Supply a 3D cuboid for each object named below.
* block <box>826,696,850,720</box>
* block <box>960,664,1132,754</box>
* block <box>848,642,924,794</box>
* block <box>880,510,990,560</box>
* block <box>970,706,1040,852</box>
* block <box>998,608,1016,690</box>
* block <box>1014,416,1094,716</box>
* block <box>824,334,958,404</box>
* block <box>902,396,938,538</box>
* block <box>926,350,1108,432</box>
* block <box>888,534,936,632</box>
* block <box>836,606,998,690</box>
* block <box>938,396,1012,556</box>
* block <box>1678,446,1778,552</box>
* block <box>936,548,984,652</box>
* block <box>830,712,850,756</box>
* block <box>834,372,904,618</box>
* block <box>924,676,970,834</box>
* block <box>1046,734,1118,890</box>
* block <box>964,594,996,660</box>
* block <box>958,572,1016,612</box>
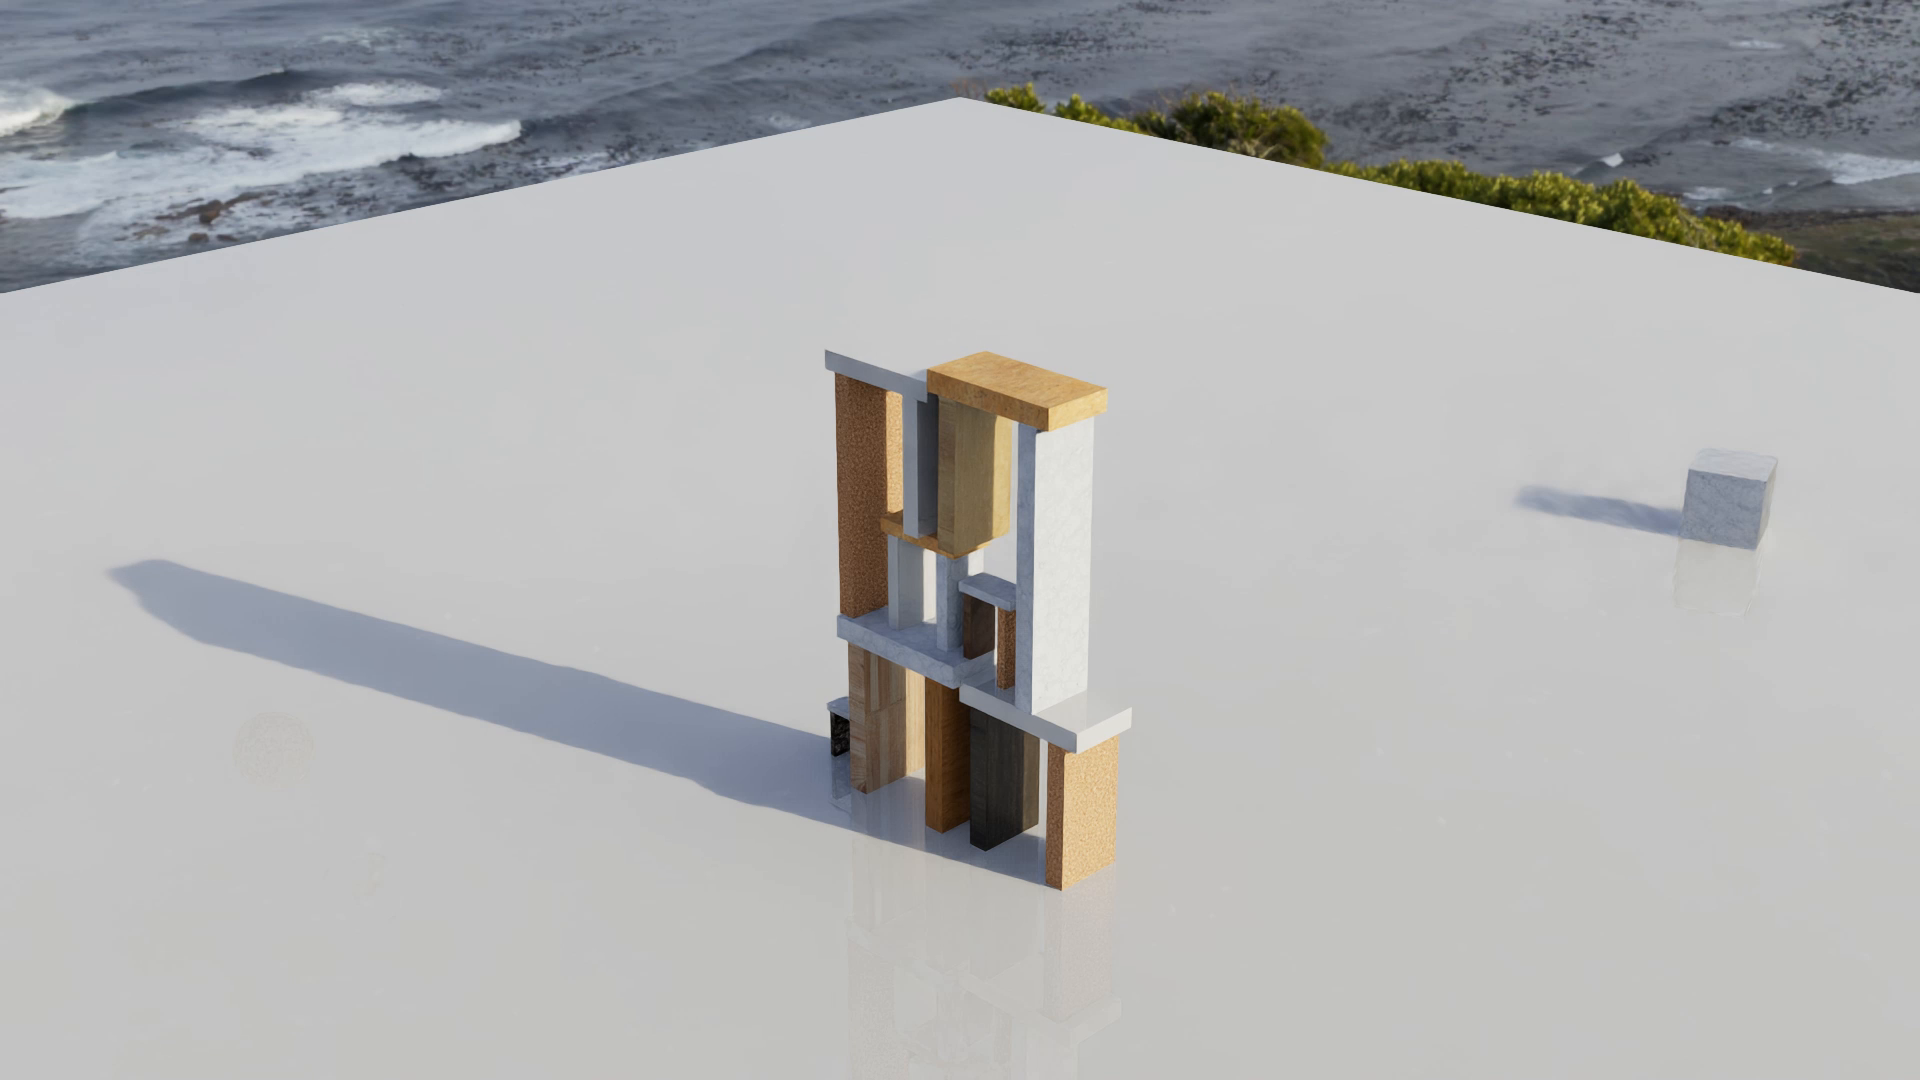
[{"bbox_3d":[-0.226,0.359,4.629,0.104,0.015,0.052,21,31,41],"label":"block"},{"bbox_3d":[0.161,0.312,4.188,0.305,0.043,0.153,21,31,41],"label":"block"},{"bbox_3d":[-0.150,0.341,4.531,0.047,0.333,0.166,21,31,41],"label":"block"},{"bbox_3d":[-0.048,-0.017,4.275,0.202,0.029,0.101,21,31,40],"label":"block"},{"bbox_3d":[0.089,0.445,4.322,0.043,0.305,0.153,21,31,41],"label":"block"},{"bbox_3d":[0.102,0.197,4.190,0.019,0.169,0.068,21,31,41],"label":"block"},{"bbox_3d":[0.173,0.038,4.051,0.044,0.570,0.154,21,31,41],"label":"block"},{"bbox_3d":[-0.111,-0.330,4.204,0.282,0.040,0.141,21,31,40],"label":"block"},{"bbox_3d":[-0.045,-0.157,4.207,0.040,0.282,0.141,21,31,40],"label":"block"},{"bbox_3d":[0.101,-0.273,3.997,0.154,0.044,0.308,-21,31,-40],"label":"block"},{"bbox_3d":[-0.096,0.071,4.362,0.029,0.202,0.101,21,31,41],"label":"block"},{"bbox_3d":[-0.072,0.197,4.384,0.333,0.047,0.167,21,31,41],"label":"block"},{"bbox_3d":[0.028,-0.140,4.134,0.044,0.308,0.154,22,31,39],"label":"block"},{"bbox_3d":[2.019,-0.111,5.774,0.194,0.194,0.194,12,26,25],"label":"block"},{"bbox_3d":[0.000,0.107,4.277,0.029,0.202,0.101,21,31,40],"label":"block"},{"bbox_3d":[-0.251,0.404,4.675,0.015,0.104,0.052,21,31,41],"label":"block"},{"bbox_3d":[-0.178,-0.102,4.373,0.040,0.512,0.141,21,31,41],"label":"block"},{"bbox_3d":[0.007,0.402,4.386,0.047,0.333,0.166,21,31,41],"label":"block"},{"bbox_3d":[0.233,0.501,4.190,0.043,0.305,0.153,21,31,41],"label":"block"},{"bbox_3d":[0.038,0.157,4.243,0.019,0.137,0.068,21,31,41],"label":"block"},{"bbox_3d":[0.070,0.097,4.183,0.068,0.019,0.137,-21,31,-40],"label":"block"}]
